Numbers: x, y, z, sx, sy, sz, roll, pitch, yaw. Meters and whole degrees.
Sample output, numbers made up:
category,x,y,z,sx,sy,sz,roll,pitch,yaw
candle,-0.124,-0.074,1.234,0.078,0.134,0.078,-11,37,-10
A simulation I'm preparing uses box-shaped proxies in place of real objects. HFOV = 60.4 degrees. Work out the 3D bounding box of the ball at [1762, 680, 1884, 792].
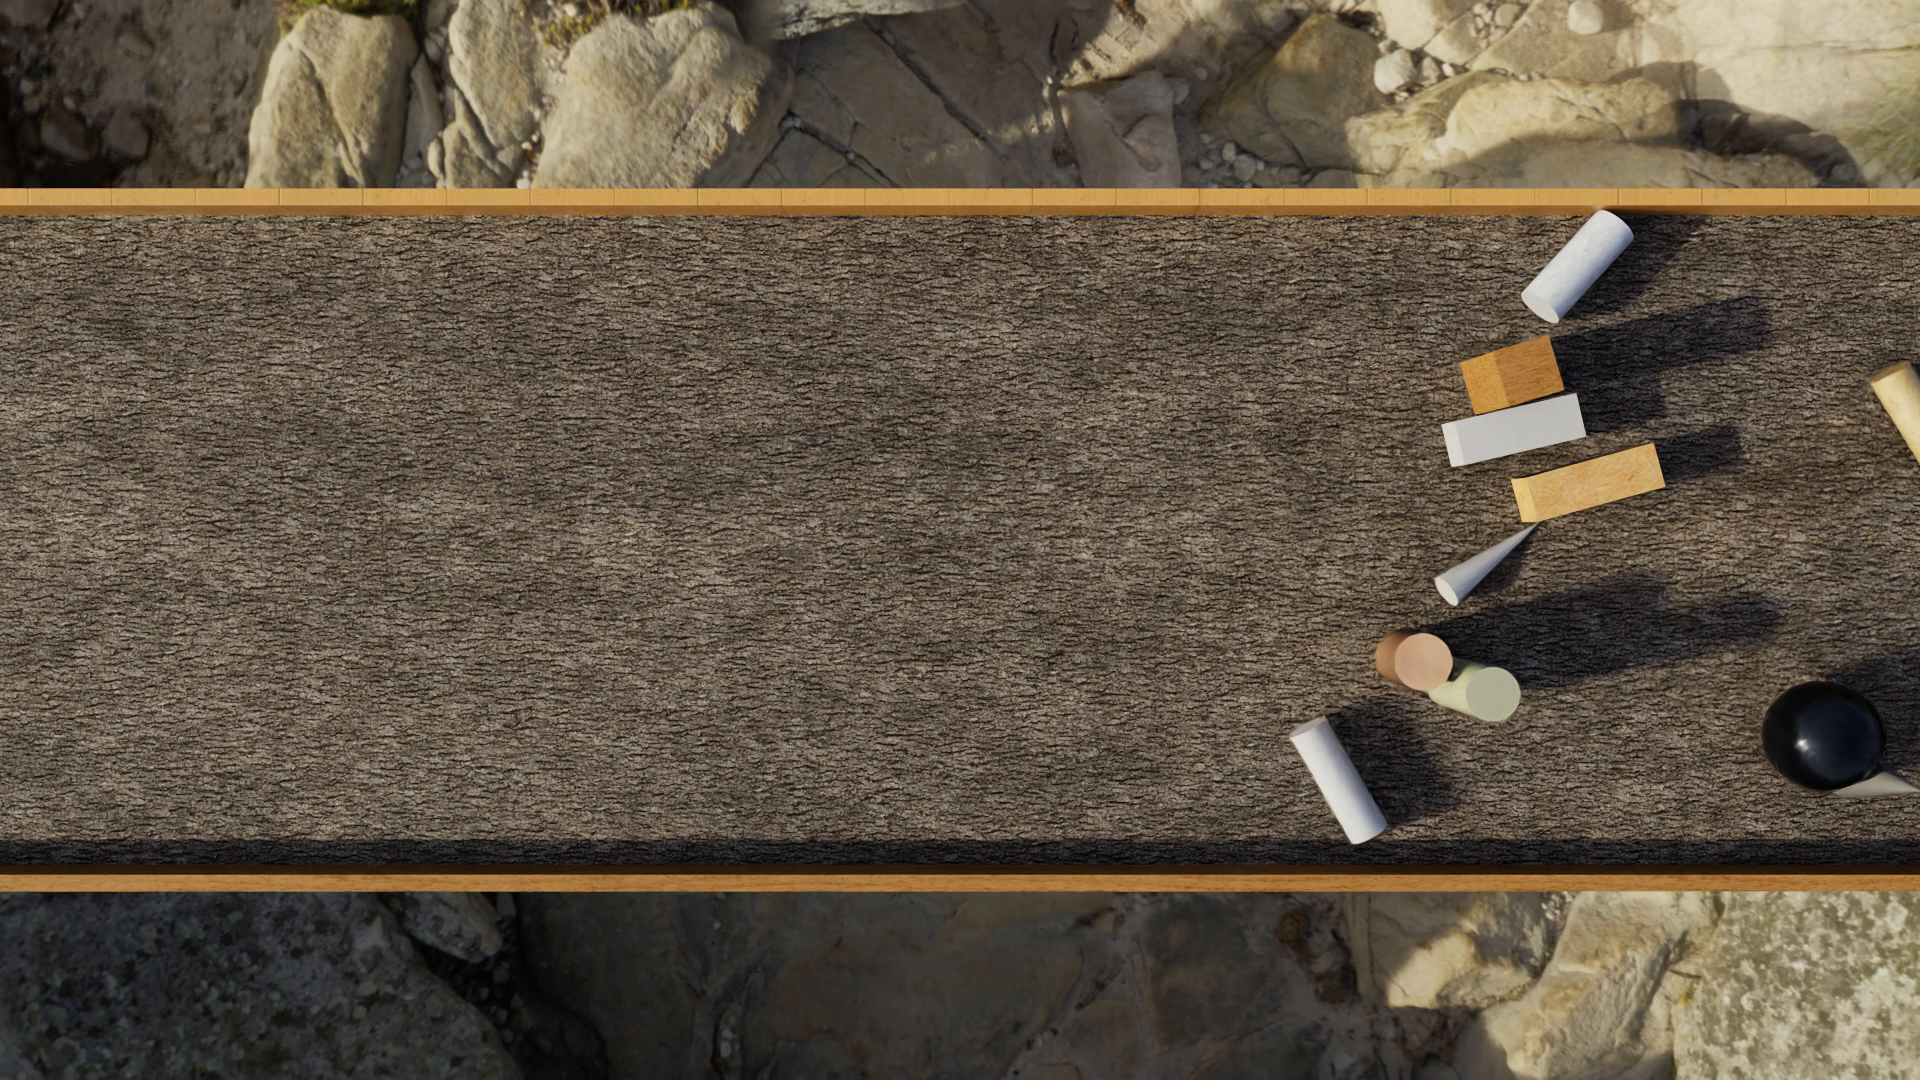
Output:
category,x,y,z,sx,sy,sz,roll,pitch,yaw
ball,2.568,0.583,4.913,0.326,0.326,0.326,0,90,0

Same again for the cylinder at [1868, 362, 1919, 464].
category,x,y,z,sx,sy,sz,roll,pitch,yaw
cylinder,2.906,-0.381,5.015,0.122,0.122,0.308,-32,90,0

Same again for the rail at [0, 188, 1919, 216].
category,x,y,z,sx,sy,sz,roll,pitch,yaw
rail,-2.247,-1.025,5.002,12.000,0.150,0.050,0,90,0

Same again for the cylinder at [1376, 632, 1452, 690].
category,x,y,z,sx,sy,sz,roll,pitch,yaw
cylinder,1.347,0.357,4.907,0.165,0.324,0.165,0,88,5

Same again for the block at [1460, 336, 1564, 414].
category,x,y,z,sx,sy,sz,roll,pitch,yaw
block,1.638,-0.487,4.907,0.165,0.336,0.165,-17,90,1

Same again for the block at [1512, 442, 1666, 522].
category,x,y,z,sx,sy,sz,roll,pitch,yaw
block,1.905,-0.173,5.008,0.396,0.136,0.136,-15,90,0

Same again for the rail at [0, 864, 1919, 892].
category,x,y,z,sx,sy,sz,roll,pitch,yaw
rail,-2.247,1.025,5.001,12.000,0.150,0.050,0,90,0

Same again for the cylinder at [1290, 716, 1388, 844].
category,x,y,z,sx,sy,sz,roll,pitch,yaw
cylinder,1.152,0.729,5.015,0.124,0.124,0.374,-30,90,0

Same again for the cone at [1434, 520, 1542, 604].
category,x,y,z,sx,sy,sz,roll,pitch,yaw
cone,1.639,0.045,5.051,0.389,0.104,0.104,-35,90,-8

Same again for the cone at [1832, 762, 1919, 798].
category,x,y,z,sx,sy,sz,roll,pitch,yaw
cone,2.736,0.714,4.879,0.158,0.394,0.158,0,90,0

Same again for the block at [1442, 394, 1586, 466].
category,x,y,z,sx,sy,sz,roll,pitch,yaw
block,1.680,-0.333,5.009,0.374,0.134,0.134,-13,90,0

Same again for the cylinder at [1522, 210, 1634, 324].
category,x,y,z,sx,sy,sz,roll,pitch,yaw
cylinder,1.874,-0.829,5.007,0.140,0.140,0.335,43,90,0

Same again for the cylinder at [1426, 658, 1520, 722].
category,x,y,z,sx,sy,sz,roll,pitch,yaw
cylinder,1.508,0.437,4.872,0.155,0.409,0.155,0,90,0
